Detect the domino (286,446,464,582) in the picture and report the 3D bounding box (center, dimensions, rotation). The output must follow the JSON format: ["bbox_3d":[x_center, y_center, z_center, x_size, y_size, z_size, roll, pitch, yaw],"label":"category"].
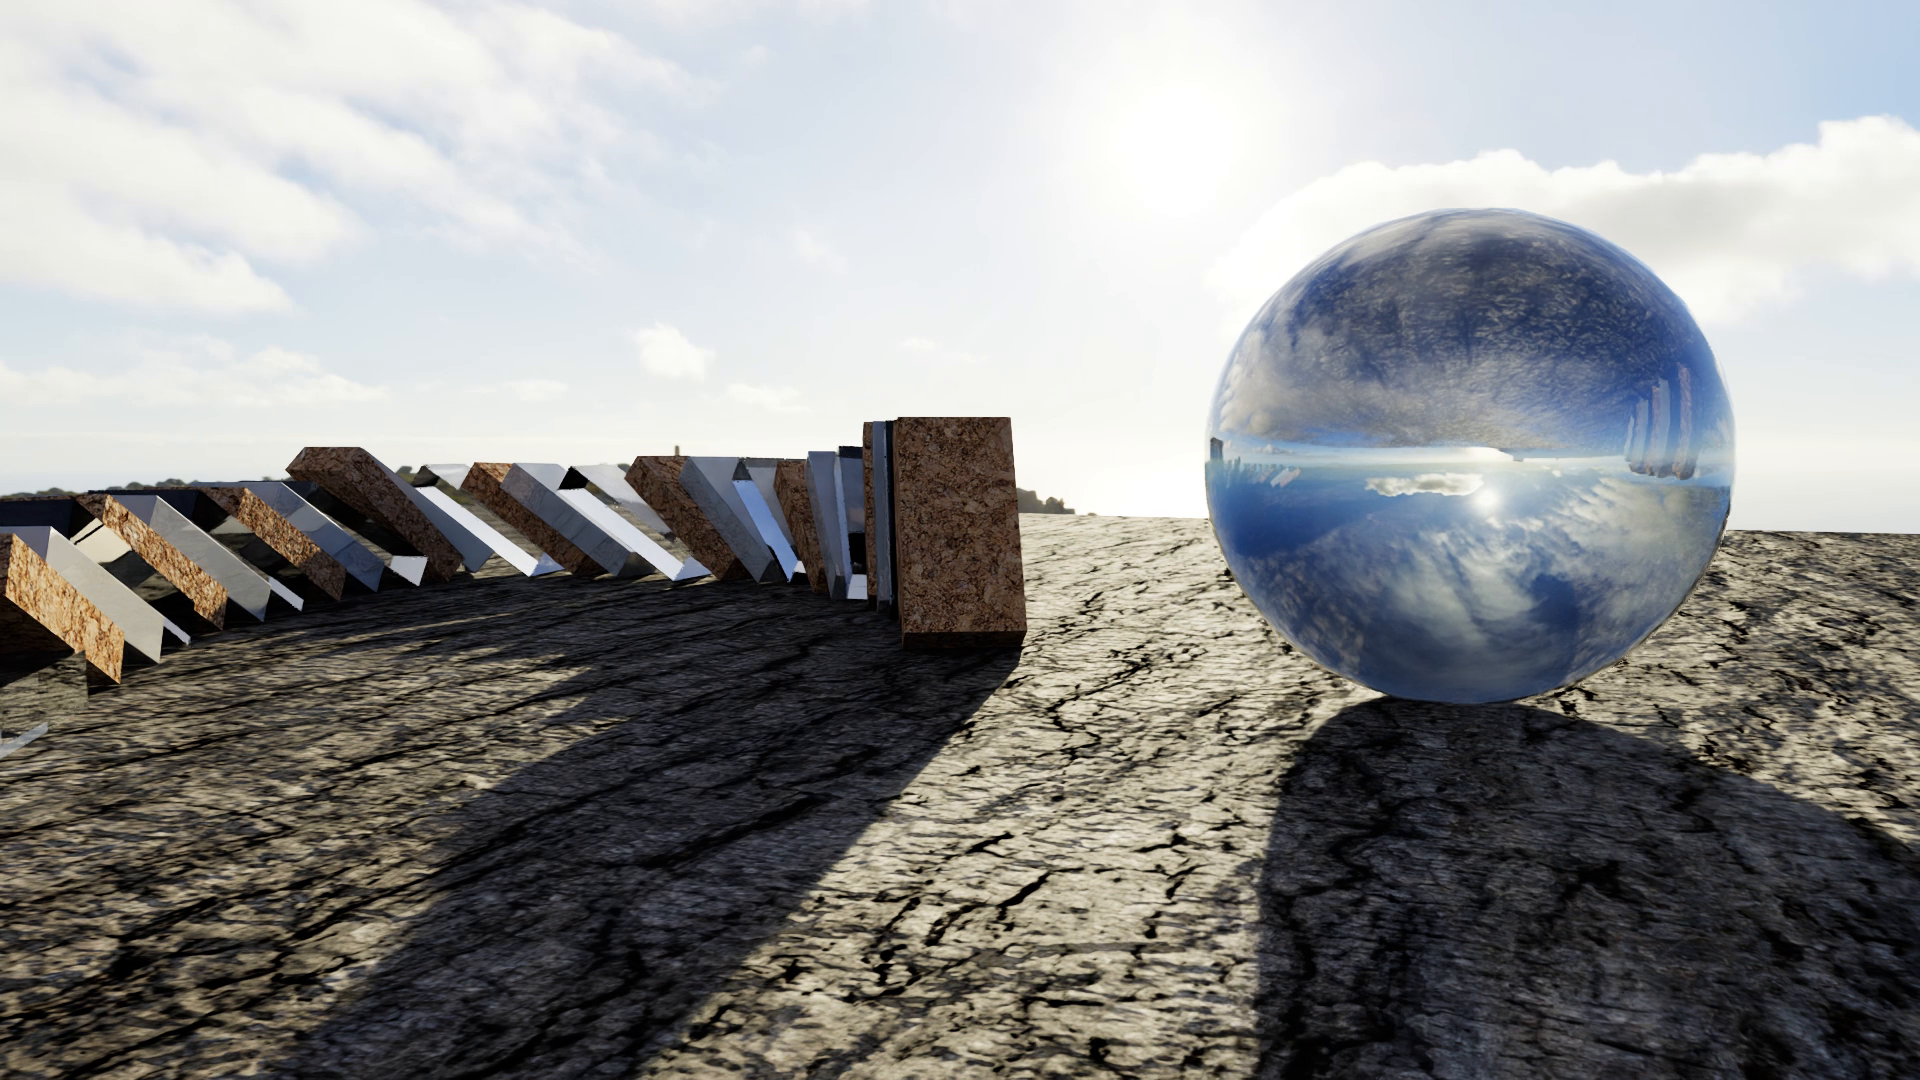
[{"bbox_3d":[-0.176,-0.007,0.388,0.025,0.010,0.050,2,-39,28],"label":"domino"}]

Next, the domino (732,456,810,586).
[{"bbox_3d":[-0.050,-0.007,0.399,0.025,0.009,0.050,-1,41,-35],"label":"domino"}]

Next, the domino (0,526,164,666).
[{"bbox_3d":[-0.162,0.011,0.224,0.025,0.010,0.050,-1,-20,-13],"label":"domino"}]

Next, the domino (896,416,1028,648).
[{"bbox_3d":[0.000,-0.002,0.274,0.025,0.050,0.009,0,-24,-6],"label":"domino"}]

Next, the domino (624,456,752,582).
[{"bbox_3d":[-0.083,-0.008,0.414,0.050,0.009,0.025,44,22,19],"label":"domino"}]

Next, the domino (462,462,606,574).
[{"bbox_3d":[-0.137,-0.008,0.425,0.050,0.010,0.025,36,11,11],"label":"domino"}]

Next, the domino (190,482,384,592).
[{"bbox_3d":[-0.181,0.000,0.346,0.025,0.009,0.050,0,-25,8],"label":"domino"}]

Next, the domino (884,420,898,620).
[{"bbox_3d":[-0.005,-0.005,0.317,0.025,0.050,0.010,-1,-24,-7],"label":"domino"}]

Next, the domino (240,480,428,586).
[{"bbox_3d":[-0.180,-0.001,0.368,0.025,0.010,0.050,1,-24,17],"label":"domino"}]

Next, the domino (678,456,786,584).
[{"bbox_3d":[-0.066,-0.007,0.408,0.025,0.009,0.050,-4,44,-49],"label":"domino"}]

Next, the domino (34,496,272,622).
[{"bbox_3d":[-0.179,0.005,0.285,0.025,0.009,0.050,0,-24,-1],"label":"domino"}]

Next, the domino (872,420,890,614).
[{"bbox_3d":[-0.009,-0.006,0.328,0.025,0.050,0.009,-1,-24,-7],"label":"domino"}]

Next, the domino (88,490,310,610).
[{"bbox_3d":[-0.181,0.003,0.306,0.025,0.009,0.050,0,-24,2],"label":"domino"}]

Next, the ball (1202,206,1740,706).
[{"bbox_3d":[0.080,-0.013,0.209,0.080,0.080,0.080,0,4,0],"label":"ball"}]

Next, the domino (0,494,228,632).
[{"bbox_3d":[-0.175,0.006,0.262,0.025,0.010,0.050,-3,-24,-5],"label":"domino"}]

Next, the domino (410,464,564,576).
[{"bbox_3d":[-0.154,-0.007,0.426,0.050,0.009,0.025,35,9,5],"label":"domino"}]

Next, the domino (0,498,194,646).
[{"bbox_3d":[-0.170,0.008,0.243,0.025,0.009,0.050,-3,-24,-9],"label":"domino"}]

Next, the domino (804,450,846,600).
[{"bbox_3d":[-0.028,-0.005,0.369,0.025,0.010,0.050,-1,46,-18],"label":"domino"}]

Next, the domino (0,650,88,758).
[{"bbox_3d":[-0.145,0.024,0.179,0.025,0.010,0.050,-1,5,-18],"label":"domino"}]

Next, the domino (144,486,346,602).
[{"bbox_3d":[-0.181,0.002,0.326,0.025,0.010,0.050,0,-24,3],"label":"domino"}]

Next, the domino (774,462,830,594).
[{"bbox_3d":[-0.037,-0.005,0.384,0.025,0.010,0.050,-2,41,-24],"label":"domino"}]

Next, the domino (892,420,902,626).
[{"bbox_3d":[-0.003,-0.005,0.307,0.025,0.050,0.010,0,-24,-6],"label":"domino"}]

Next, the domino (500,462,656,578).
[{"bbox_3d":[-0.122,-0.007,0.417,0.050,0.010,0.025,36,11,11],"label":"domino"}]

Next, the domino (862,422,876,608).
[{"bbox_3d":[-0.012,-0.007,0.338,0.025,0.050,0.009,-1,-24,-7],"label":"domino"}]

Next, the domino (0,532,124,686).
[{"bbox_3d":[-0.154,0.013,0.201,0.025,0.010,0.050,-2,-20,-17],"label":"domino"}]

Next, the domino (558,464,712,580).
[{"bbox_3d":[-0.103,-0.006,0.415,0.050,0.009,0.025,36,14,12],"label":"domino"}]

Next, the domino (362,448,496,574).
[{"bbox_3d":[-0.174,-0.009,0.411,0.050,0.009,0.025,43,-18,-22],"label":"domino"}]

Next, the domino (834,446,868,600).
[{"bbox_3d":[-0.020,-0.005,0.357,0.025,0.010,0.050,3,46,-14],"label":"domino"}]
